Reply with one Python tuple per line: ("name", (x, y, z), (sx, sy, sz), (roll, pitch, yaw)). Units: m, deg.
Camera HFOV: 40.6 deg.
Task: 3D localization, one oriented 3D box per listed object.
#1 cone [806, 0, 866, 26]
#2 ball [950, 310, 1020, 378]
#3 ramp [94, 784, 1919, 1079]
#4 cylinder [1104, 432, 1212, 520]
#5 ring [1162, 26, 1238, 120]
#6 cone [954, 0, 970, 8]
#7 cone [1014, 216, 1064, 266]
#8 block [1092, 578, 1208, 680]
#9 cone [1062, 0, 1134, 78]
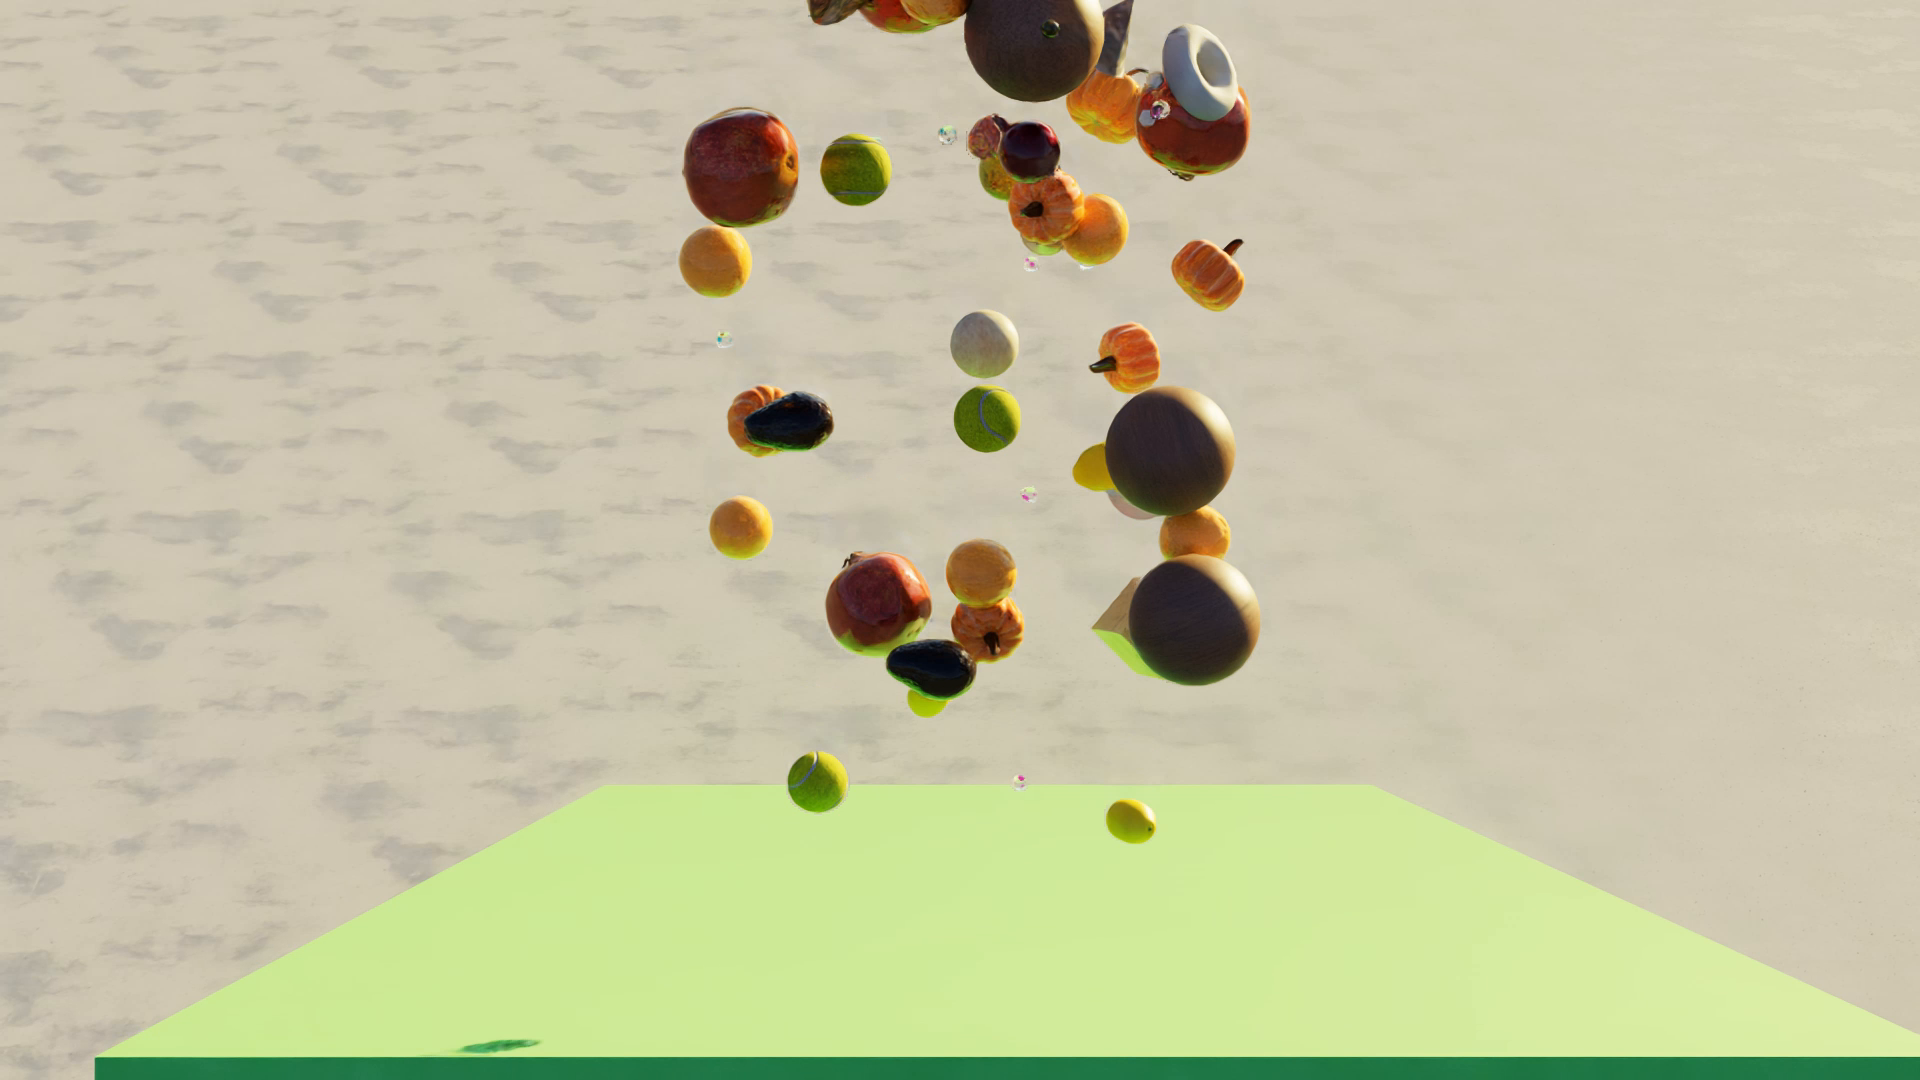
("cone", (-0.137, -0.561, 2.496), (0.092, 0.092, 0.092), (-28, 66, -35))
("ball", (0.027, -0.215, 2.849), (0.076, 0.076, 0.076), (0, 33, 0))
("ramp", (0.074, 0.646, 4.772), (2.000, 0.100, 4.000), (0, -1, 0))
("cylinder", (0.223, -0.072, 2.917), (0.090, 0.090, 0.090), (20, 17, 28))
("ring", (0.225, -0.438, 2.432), (0.031, 0.094, 0.094), (-21, 17, 39))
("cone", (0.000, -0.568, 2.584), (0.053, 0.053, 0.053), (30, 5, -3))
("cone", (0.085, -0.313, 2.689), (0.052, 0.052, 0.052), (-5, 0, -7))
("block", (0.226, 0.105, 3.086), (0.082, 0.082, 0.082), (-49, 18, -12))
("cone", (0.146, -0.489, 2.459), (0.071, 0.071, 0.071), (29, 27, -17))
